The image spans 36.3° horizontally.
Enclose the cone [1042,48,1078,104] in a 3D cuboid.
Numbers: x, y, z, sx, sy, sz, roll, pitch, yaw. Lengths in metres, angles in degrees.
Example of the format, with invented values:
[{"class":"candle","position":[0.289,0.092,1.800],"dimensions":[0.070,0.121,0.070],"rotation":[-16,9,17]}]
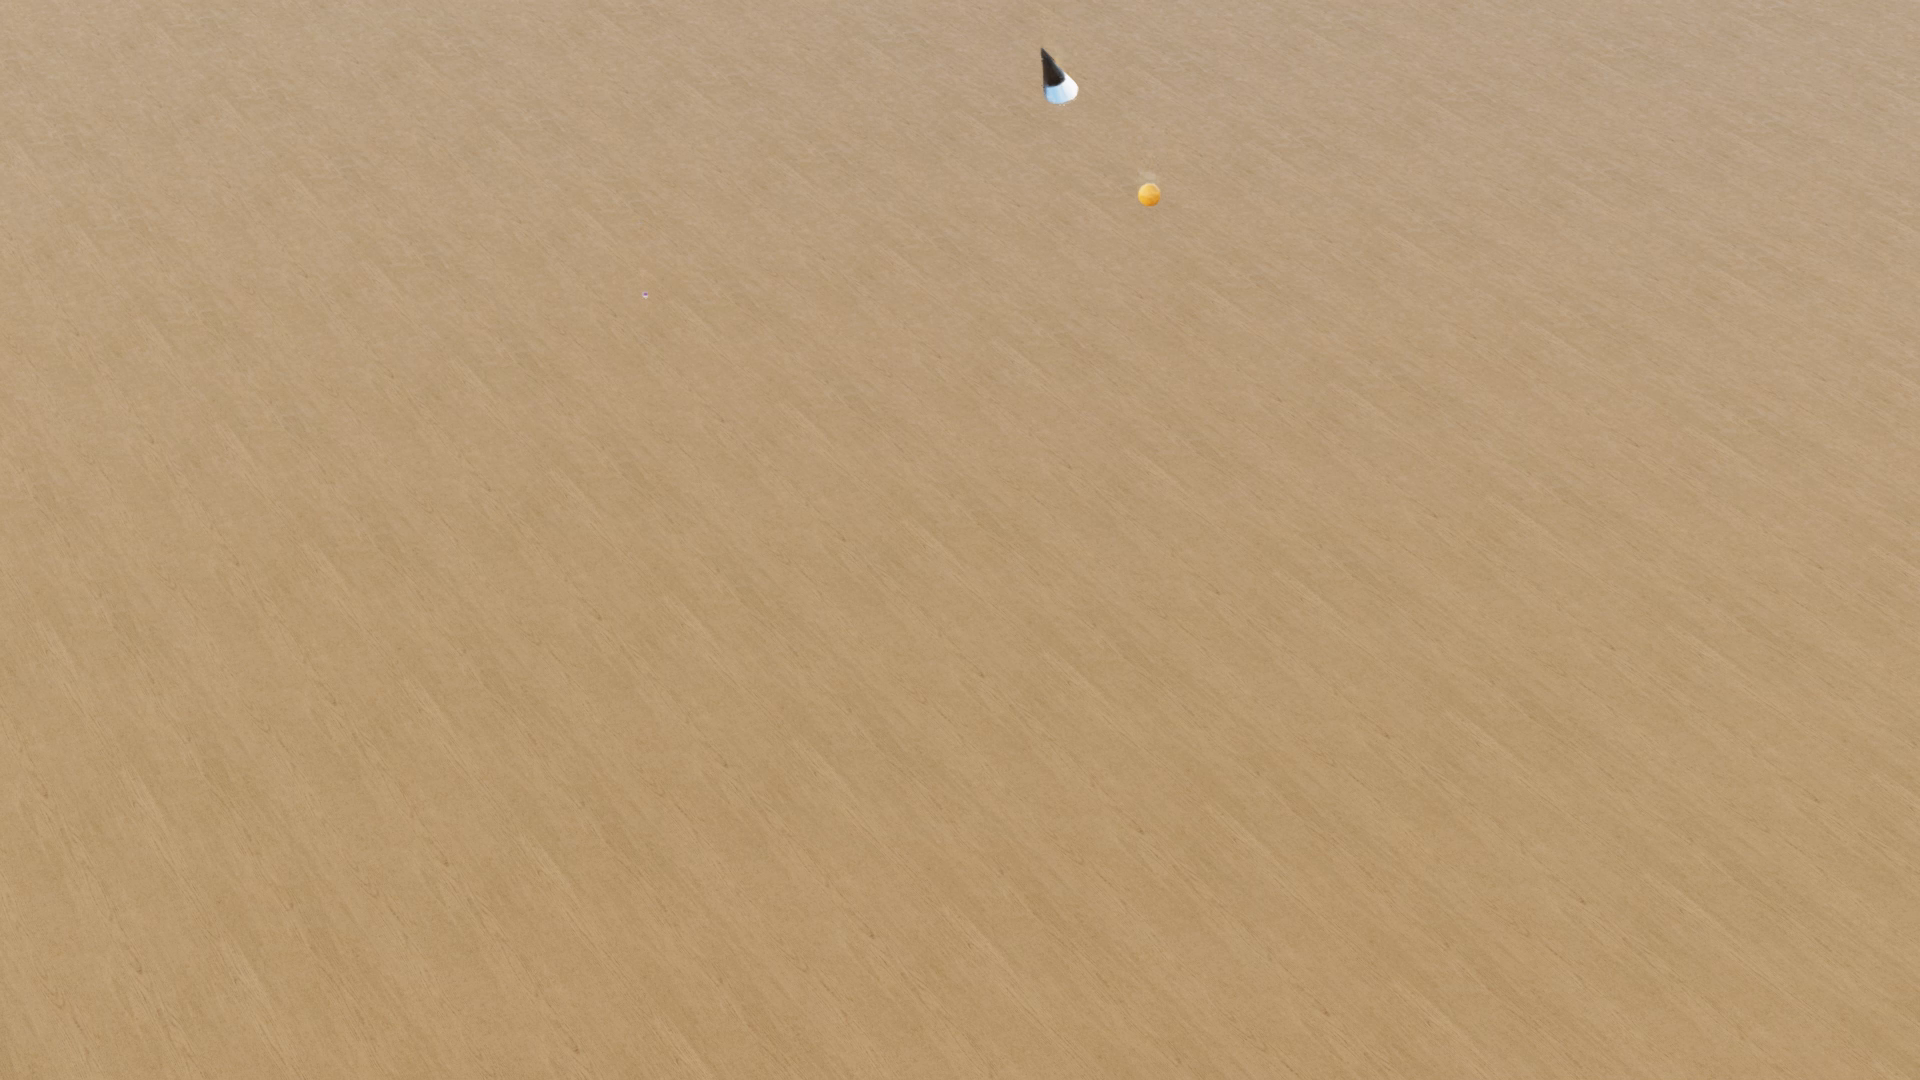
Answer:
[{"class":"cone","position":[0.261,-1.349,8.403],"dimensions":[0.111,0.182,0.094],"rotation":[23,67,34]}]
